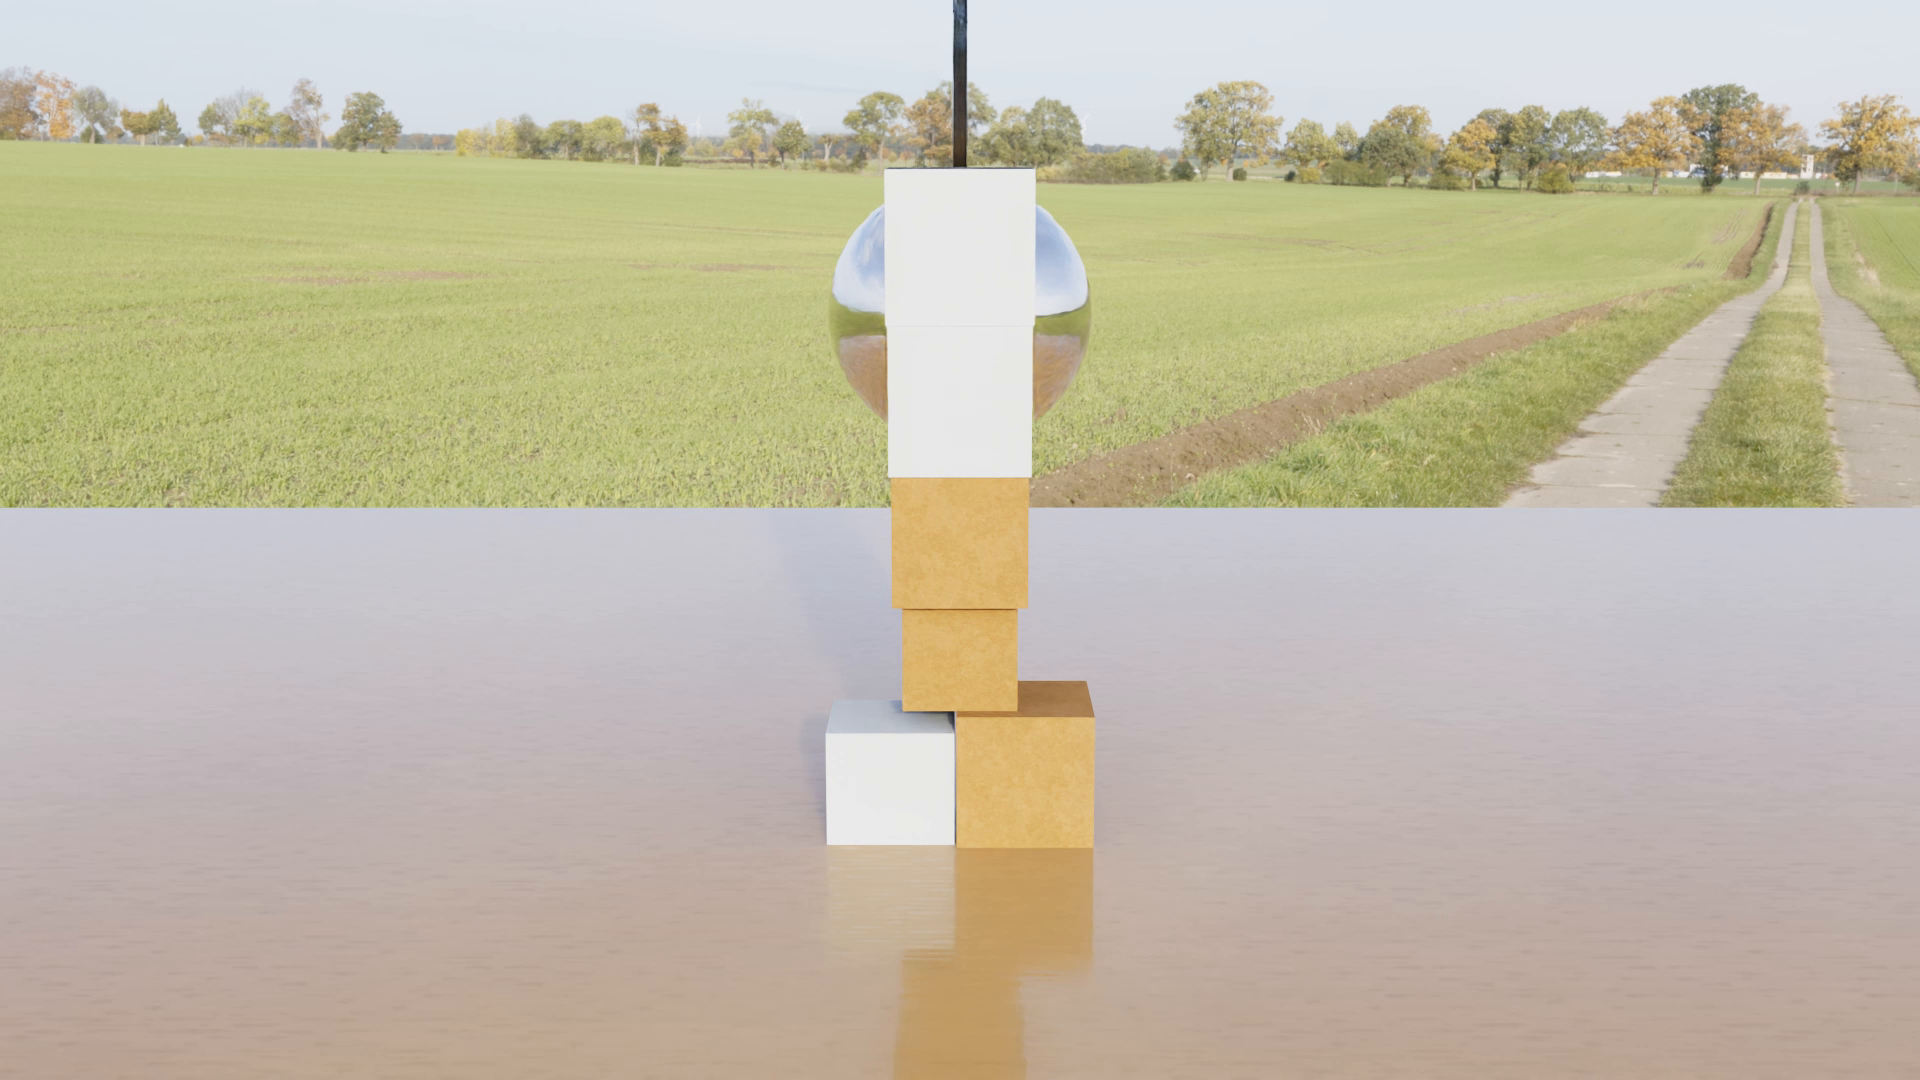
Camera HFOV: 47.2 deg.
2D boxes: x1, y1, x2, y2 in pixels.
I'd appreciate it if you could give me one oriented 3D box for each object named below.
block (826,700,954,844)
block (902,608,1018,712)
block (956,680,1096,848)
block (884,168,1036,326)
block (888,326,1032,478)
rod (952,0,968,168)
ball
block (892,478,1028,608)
[{"bbox_3d":[-0.350,1.194,11.379,0.644,0.580,0.671,0,10,0],"label":"block"},{"bbox_3d":[0.000,0.539,11.297,0.577,0.547,0.584,0,10,0],"label":"block"},{"bbox_3d":[0.327,1.147,11.370,0.689,0.675,0.761,0,10,0],"label":"block"},{"bbox_3d":[0.000,-1.465,10.915,0.727,0.751,0.616,0,10,0],"label":"block"},{"bbox_3d":[0.000,-0.735,11.066,0.702,0.739,0.717,0,10,0],"label":"block"},{"bbox_3d":[0.000,-4.228,11.422,0.080,5.200,0.080,0,33,0],"label":"rod"},{"bbox_3d":[0.000,-1.369,13.264,1.600,1.600,1.600,0,10,0],"label":"ball"},{"bbox_3d":[0.000,-0.050,11.189,0.673,0.652,0.773,0,10,0],"label":"block"}]
